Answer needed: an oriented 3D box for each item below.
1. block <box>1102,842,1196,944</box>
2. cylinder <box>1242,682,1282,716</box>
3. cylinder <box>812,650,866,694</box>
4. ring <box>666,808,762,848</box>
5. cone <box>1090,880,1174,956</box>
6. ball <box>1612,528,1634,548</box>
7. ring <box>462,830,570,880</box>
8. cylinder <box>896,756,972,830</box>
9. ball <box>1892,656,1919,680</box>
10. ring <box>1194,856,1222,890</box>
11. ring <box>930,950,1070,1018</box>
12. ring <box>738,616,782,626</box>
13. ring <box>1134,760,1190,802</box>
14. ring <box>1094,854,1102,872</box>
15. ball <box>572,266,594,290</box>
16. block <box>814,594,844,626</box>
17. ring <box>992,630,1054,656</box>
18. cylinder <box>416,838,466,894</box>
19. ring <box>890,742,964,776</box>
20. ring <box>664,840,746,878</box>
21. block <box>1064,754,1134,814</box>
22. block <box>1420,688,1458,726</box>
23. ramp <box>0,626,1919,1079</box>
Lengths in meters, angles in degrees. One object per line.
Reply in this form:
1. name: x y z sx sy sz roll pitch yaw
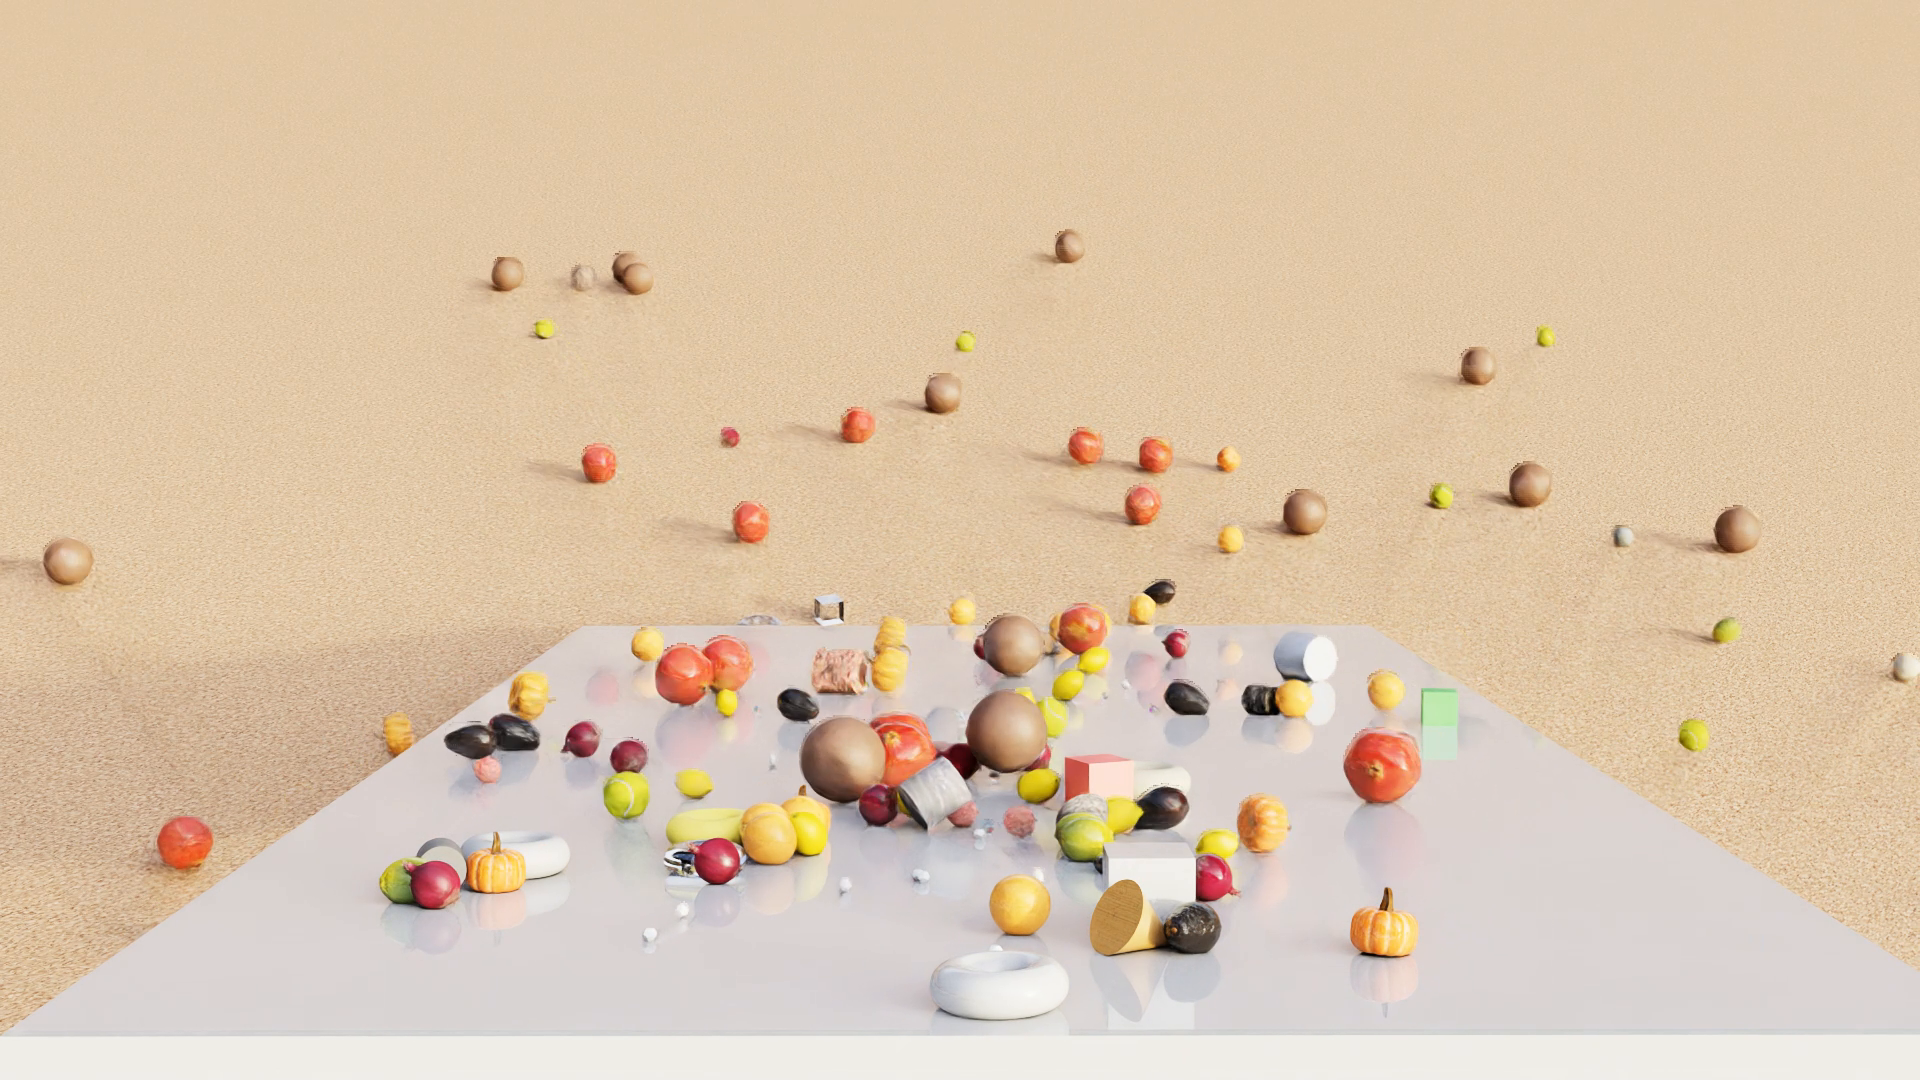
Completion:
1. block: 0.219 0.410 2.986 0.099 0.099 0.099 0 4 -1
2. cylinder: 0.572 0.304 4.860 0.054 0.054 0.054 21 28 41
3. cylinder: -0.244 0.267 5.181 0.086 0.086 0.086 1 18 19
4. ring: -0.340 0.400 3.545 0.132 0.044 0.132 -1 4 0
5. cone: 0.212 0.444 2.918 0.091 0.091 0.091 28 5 -28
6. ball: 1.909 -0.007 7.387 0.059 0.059 0.059 0 19 0
7. ring: -0.582 0.412 3.356 0.144 0.048 0.144 1 3 0
8. cylinder: -0.037 0.362 3.661 0.077 0.077 0.077 -33 30 -15
9. ball: 2.371 0.321 6.431 0.064 0.064 0.064 0 19 0
10. ring: 0.283 0.424 3.273 0.101 0.034 0.101 0 2 0
11. ring: 0.041 0.459 2.652 0.145 0.048 0.145 -1 4 0
12. ring: -0.524 0.232 6.724 0.124 0.041 0.124 1 20 0
13. ring: 0.282 0.370 3.945 0.146 0.049 0.146 1 3 0
14. ring: 0.214 0.422 3.354 0.077 0.026 0.077 0 5 0
15. ball: -1.525 -1.060 10.382 0.094 0.094 0.094 0 19 0
16. block: -0.348 0.186 6.825 0.061 0.061 0.061 -8 21 -22
17. ring: 0.146 0.238 5.889 0.144 0.048 0.144 0 4 0
18. cylinder: -0.657 0.412 3.248 0.061 0.061 0.061 -5 5 -14
19. ring: -0.053 0.358 4.190 0.122 0.041 0.122 -2 7 0
20. ring: -0.333 0.417 3.359 0.108 0.036 0.108 0 5 0
21. block: 0.208 0.364 3.835 0.075 0.075 0.075 -2 4 -26
22. block: 0.885 0.309 4.738 0.063 0.063 0.063 0 4 7
23. ramp: 0.045 0.404 4.539 2.000 0.100 4.000 0 4 0
